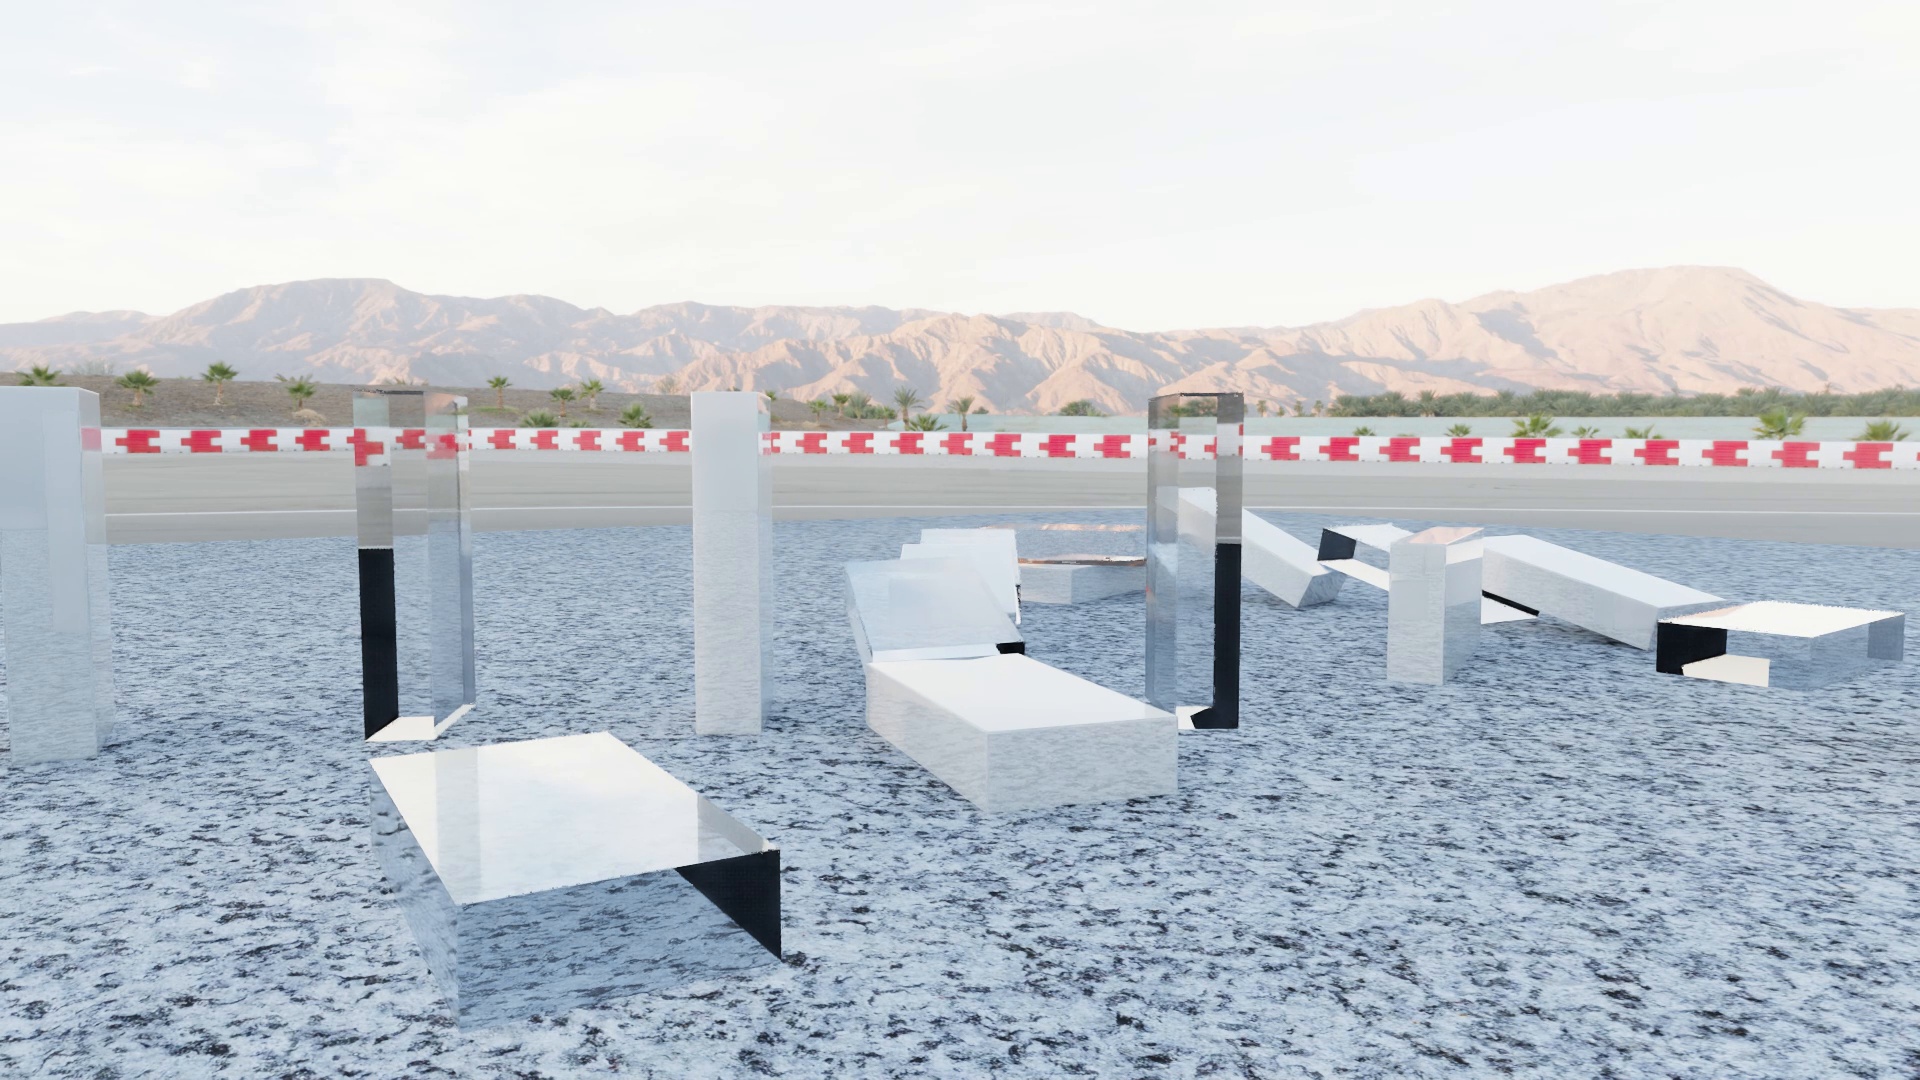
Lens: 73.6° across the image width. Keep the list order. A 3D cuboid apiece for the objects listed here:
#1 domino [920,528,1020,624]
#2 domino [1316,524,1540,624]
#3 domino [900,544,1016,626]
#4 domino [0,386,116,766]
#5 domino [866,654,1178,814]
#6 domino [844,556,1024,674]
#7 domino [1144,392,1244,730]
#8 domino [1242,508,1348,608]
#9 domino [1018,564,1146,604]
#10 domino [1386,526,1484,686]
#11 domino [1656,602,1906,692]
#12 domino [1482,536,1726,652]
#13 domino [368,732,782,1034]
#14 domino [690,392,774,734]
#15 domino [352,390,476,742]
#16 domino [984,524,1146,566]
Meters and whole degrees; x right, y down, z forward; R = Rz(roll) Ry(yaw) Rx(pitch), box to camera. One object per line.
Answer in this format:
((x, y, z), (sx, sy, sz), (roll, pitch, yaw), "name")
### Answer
((0.002, 0.008, 0.327), (0.025, 0.009, 0.050), (0, 16, 1), "domino")
((0.119, 0.008, 0.327), (0.025, 0.009, 0.050), (-3, 18, -31), "domino")
((-0.001, 0.012, 0.278), (0.025, 0.009, 0.050), (0, 15, 1), "domino")
((-0.127, 0.004, 0.181), (0.009, 0.050, 0.025), (-2, 5, -28), "domino")
((0.006, 0.025, 0.175), (0.025, 0.010, 0.050), (-2, 5, -20), "domino")
((-0.006, 0.015, 0.233), (0.025, 0.009, 0.050), (-3, 16, -10), "domino")
((0.036, 0.002, 0.202), (0.009, 0.050, 0.025), (0, 4, -2), "domino")
((0.079, 0.001, 0.353), (0.050, 0.009, 0.025), (34, 23, 32), "domino")
((0.033, 0.010, 0.368), (0.025, 0.009, 0.050), (3, 5, 33), "domino")
((0.093, 0.011, 0.250), (0.009, 0.025, 0.050), (2, 5, 29), "domino")
((0.157, 0.019, 0.245), (0.050, 0.009, 0.025), (-3, 5, -39), "domino")
((0.140, 0.011, 0.289), (0.025, 0.009, 0.050), (-3, 18, -31), "domino")
((-0.038, 0.029, 0.120), (0.025, 0.009, 0.050), (-3, 5, -31), "domino")
((-0.035, 0.003, 0.199), (0.010, 0.050, 0.025), (0, 4, -4), "domino")
((-0.082, 0.003, 0.195), (0.009, 0.050, 0.025), (-1, 4, -8), "domino")
((0.033, 0.001, 0.363), (0.050, 0.009, 0.025), (1, 4, 16), "domino")
